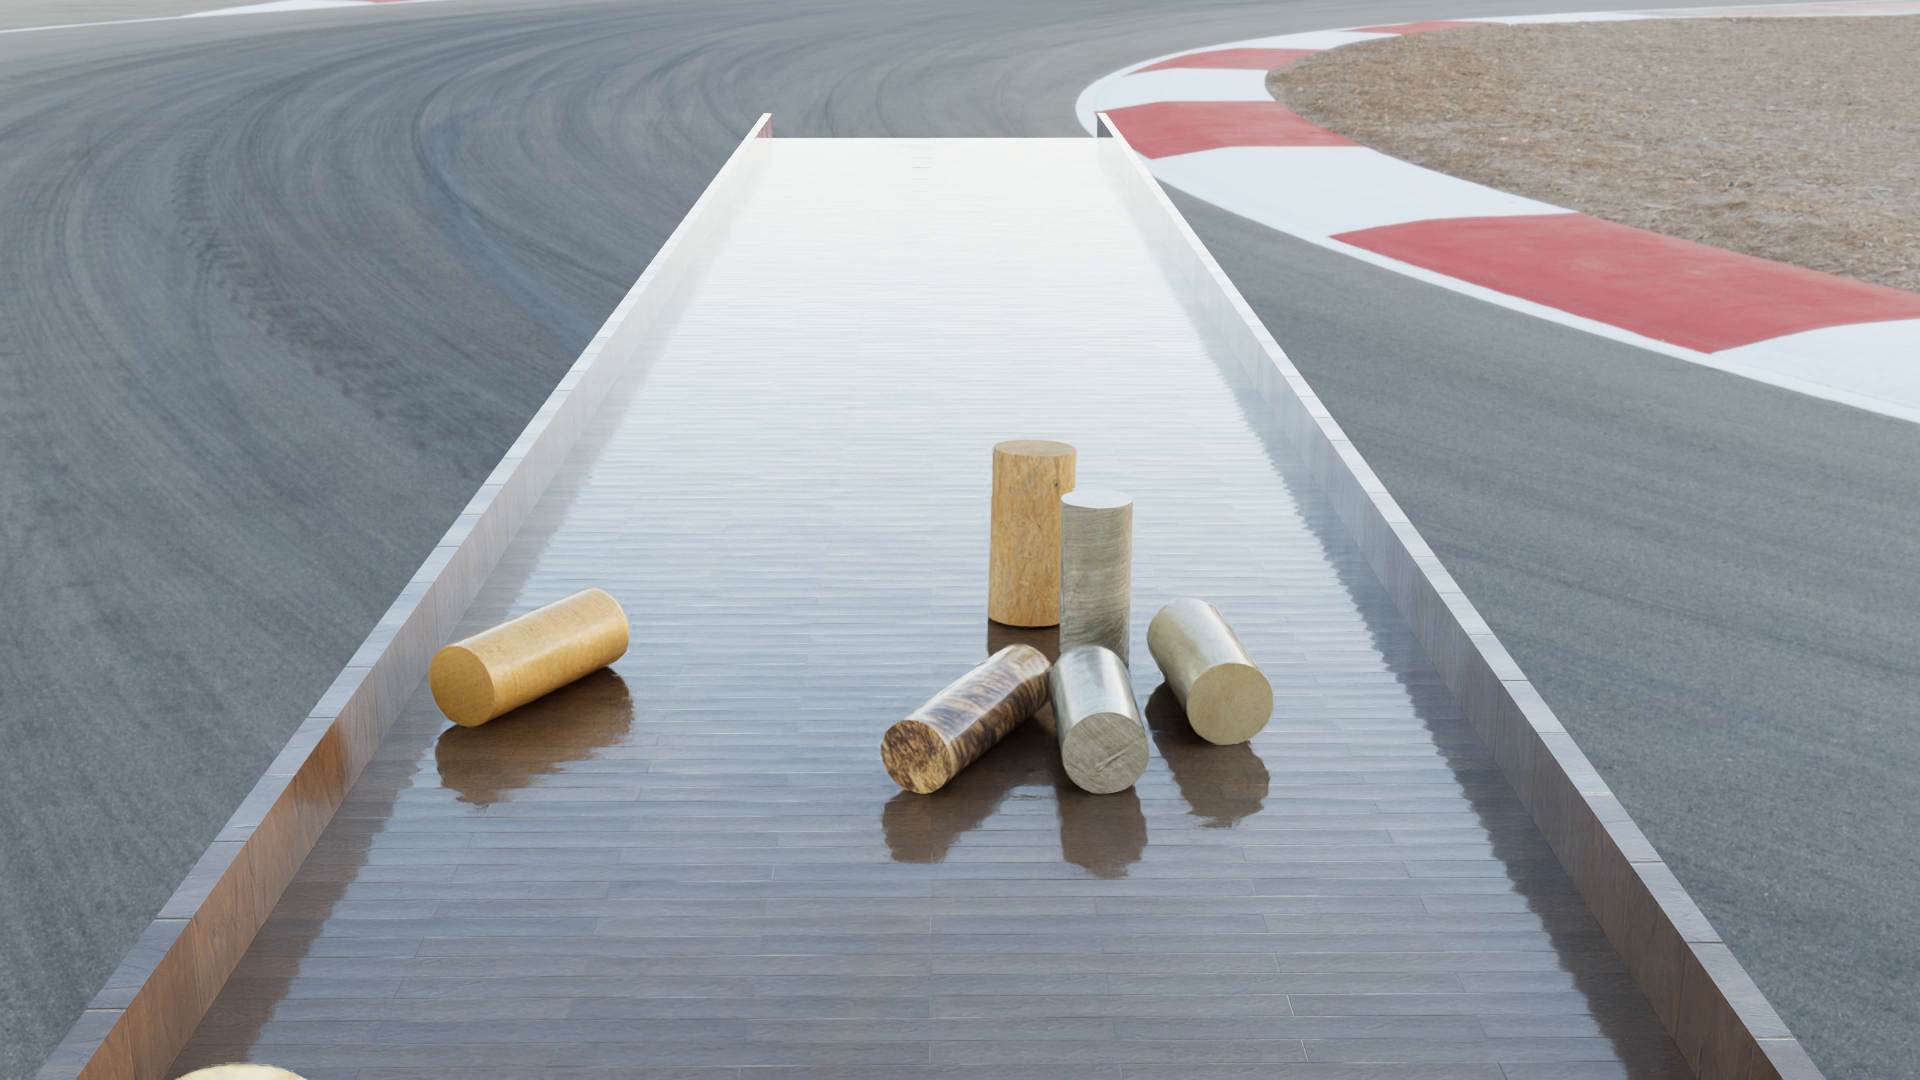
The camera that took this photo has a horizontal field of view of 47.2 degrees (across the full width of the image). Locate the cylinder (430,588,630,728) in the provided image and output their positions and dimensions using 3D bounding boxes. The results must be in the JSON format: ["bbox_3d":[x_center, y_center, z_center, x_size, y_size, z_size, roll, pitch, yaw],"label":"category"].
[{"bbox_3d":[-0.818,0.221,4.208,0.158,0.158,0.394,9,19,29],"label":"cylinder"}]

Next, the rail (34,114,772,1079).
[{"bbox_3d":[-1.118,-0.838,7.780,0.050,0.150,12.000,0,17,-1],"label":"rail"}]

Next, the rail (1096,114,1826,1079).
[{"bbox_3d":[0.932,-0.844,7.801,0.050,0.150,12.000,0,17,-1],"label":"rail"}]

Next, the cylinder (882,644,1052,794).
[{"bbox_3d":[0.021,0.314,3.938,0.133,0.133,0.438,8,18,25],"label":"cylinder"}]

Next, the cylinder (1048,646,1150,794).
[{"bbox_3d":[0.243,0.314,3.906,0.150,0.150,0.343,0,17,-2],"label":"cylinder"}]

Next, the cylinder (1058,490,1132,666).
[{"bbox_3d":[0.269,0.080,4.370,0.141,0.336,0.141,0,17,0],"label":"cylinder"}]

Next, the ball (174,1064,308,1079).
[{"bbox_3d":[-0.766,0.707,2.314,0.305,0.305,0.305,0,17,0],"label":"ball"}]

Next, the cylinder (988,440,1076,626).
[{"bbox_3d":[0.150,-0.016,4.627,0.173,0.363,0.173,2,14,0],"label":"cylinder"}]

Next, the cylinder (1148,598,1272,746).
[{"bbox_3d":[0.465,0.242,4.135,0.159,0.159,0.378,-2,17,-6],"label":"cylinder"}]
